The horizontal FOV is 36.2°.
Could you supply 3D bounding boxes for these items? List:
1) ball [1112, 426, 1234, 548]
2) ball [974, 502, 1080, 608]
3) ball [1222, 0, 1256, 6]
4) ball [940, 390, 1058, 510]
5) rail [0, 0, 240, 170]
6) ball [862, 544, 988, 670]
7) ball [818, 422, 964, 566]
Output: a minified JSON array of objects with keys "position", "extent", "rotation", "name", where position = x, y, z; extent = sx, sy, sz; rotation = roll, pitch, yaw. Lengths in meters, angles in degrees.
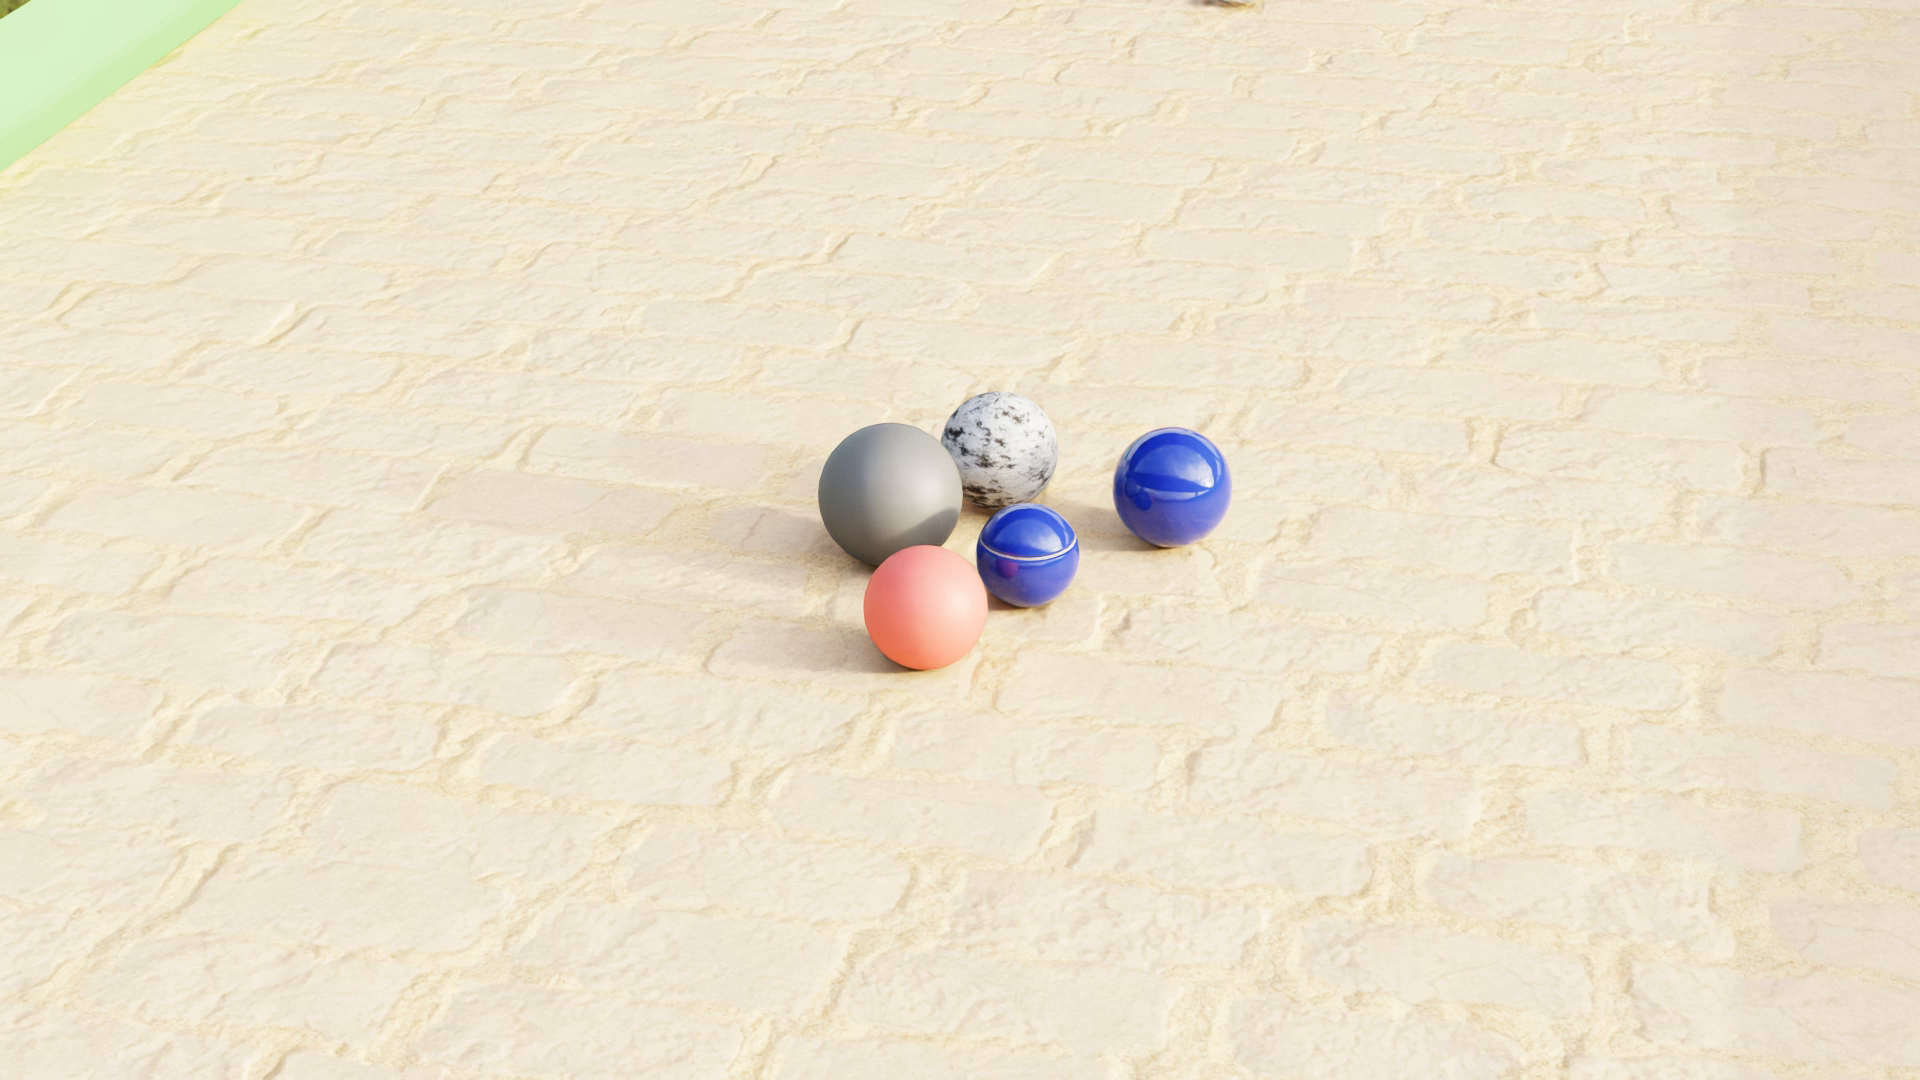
[{"position":[0.127,-0.032,1.764],"extent":[0.073,0.073,0.073],"rotation":[0,28,0],"name":"ball"},{"position":[0.039,0.009,1.702],"extent":[0.061,0.061,0.061],"rotation":[0,28,0],"name":"ball"},{"position":[0.254,-0.519,2.674],"extent":[0.066,0.066,0.066],"rotation":[0,28,0],"name":"ball"},{"position":[0.024,-0.055,1.807],"extent":[0.073,0.073,0.073],"rotation":[0,28,0],"name":"ball"},{"position":[-0.646,-0.522,2.629],"extent":[0.045,0.112,3.552],"rotation":[6,29,11],"name":"rail"},{"position":[-0.019,0.038,1.639],"extent":[0.070,0.070,0.070],"rotation":[0,28,0],"name":"ball"},{"position":[-0.041,-0.027,1.741],"extent":[0.086,0.086,0.086],"rotation":[0,28,0],"name":"ball"}]
